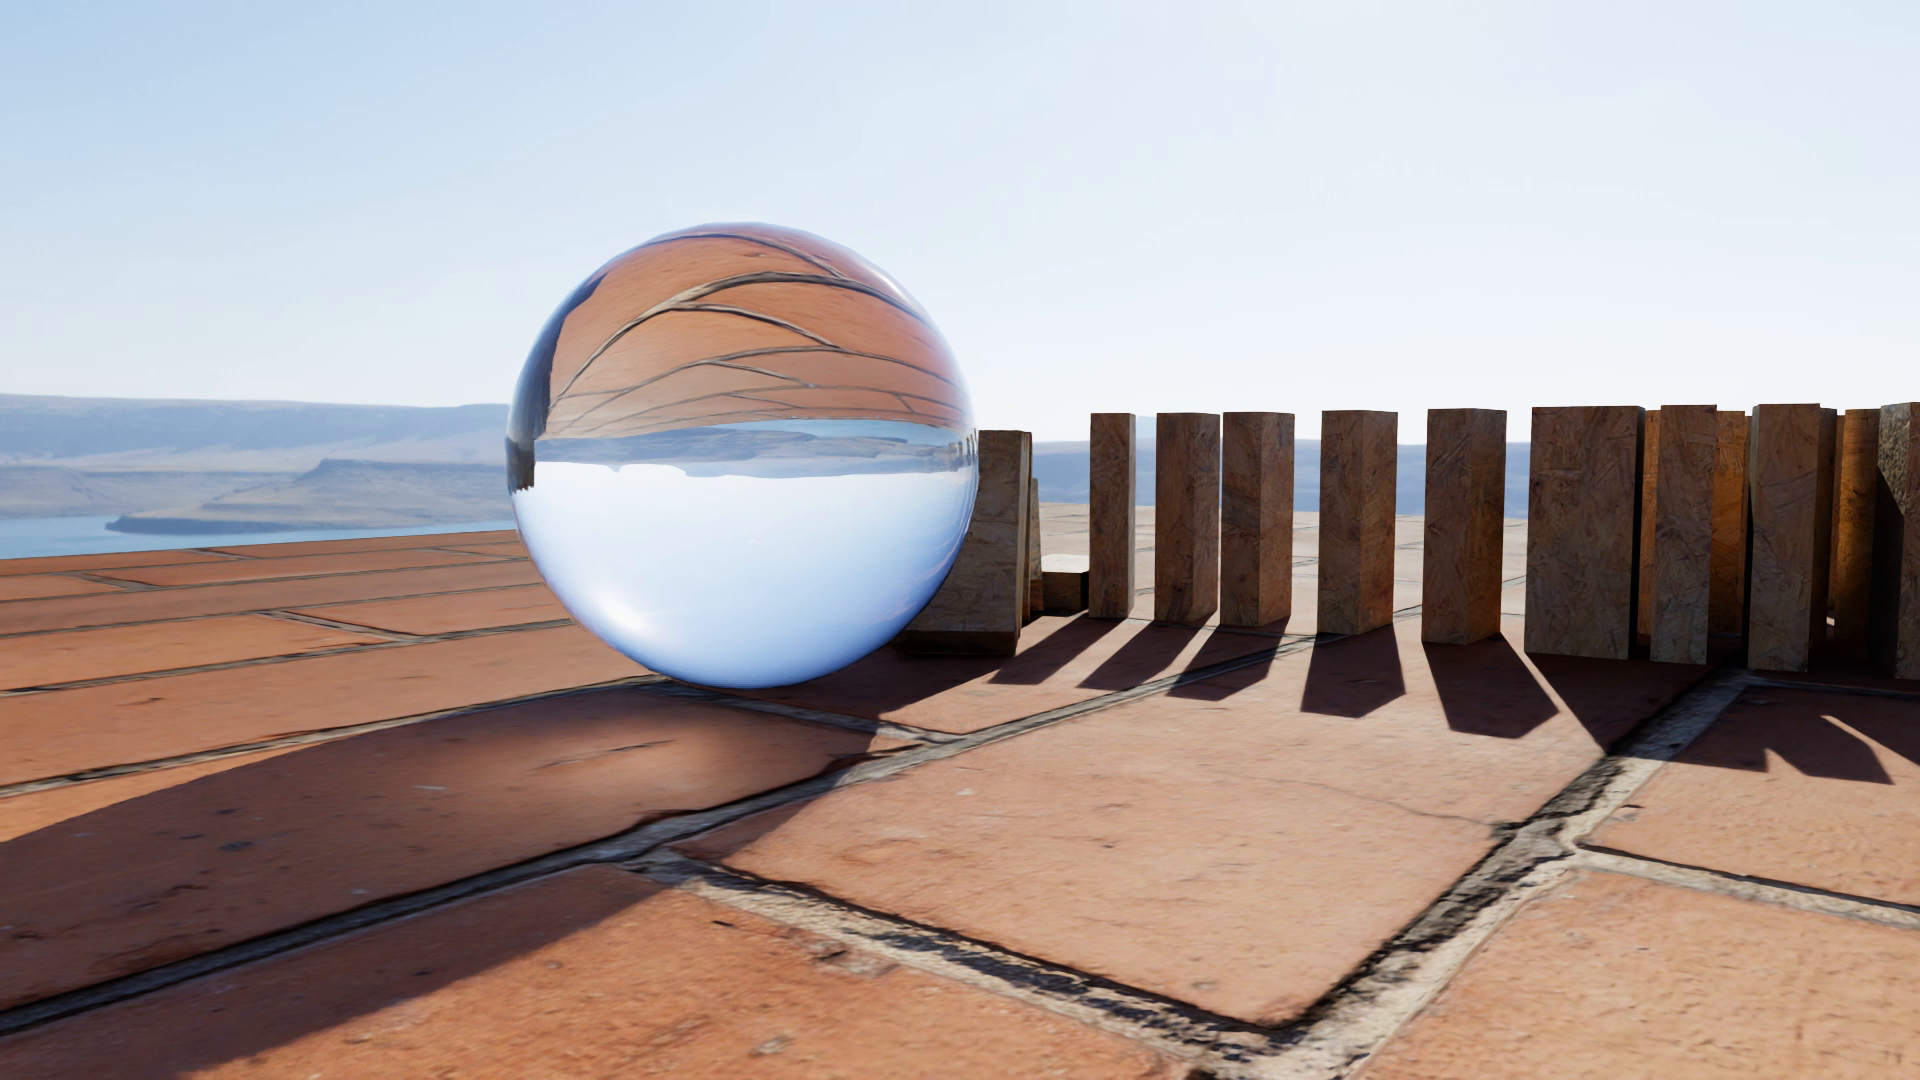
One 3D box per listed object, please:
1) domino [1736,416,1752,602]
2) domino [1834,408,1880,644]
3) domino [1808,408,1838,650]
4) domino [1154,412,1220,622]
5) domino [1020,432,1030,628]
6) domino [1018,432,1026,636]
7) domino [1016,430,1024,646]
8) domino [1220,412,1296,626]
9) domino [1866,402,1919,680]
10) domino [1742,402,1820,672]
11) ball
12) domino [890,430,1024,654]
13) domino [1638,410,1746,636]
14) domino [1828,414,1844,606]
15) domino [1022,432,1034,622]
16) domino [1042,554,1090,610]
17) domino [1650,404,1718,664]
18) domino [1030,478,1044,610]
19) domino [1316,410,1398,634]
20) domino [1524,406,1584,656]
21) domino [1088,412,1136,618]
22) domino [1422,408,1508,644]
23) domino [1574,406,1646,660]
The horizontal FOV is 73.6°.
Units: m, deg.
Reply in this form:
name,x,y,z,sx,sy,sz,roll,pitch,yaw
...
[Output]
name,x,y,z,sx,sy,sz,roll,pitch,yaw
domino,0.214,-0.009,0.354,0.009,0.050,0.025,0,4,3
domino,0.199,-0.003,0.269,0.009,0.050,0.025,-1,4,-11
domino,0.176,-0.003,0.271,0.009,0.050,0.025,4,6,43
domino,0.057,-0.006,0.319,0.010,0.050,0.025,2,5,25
domino,0.003,-0.003,0.306,0.025,0.050,0.009,1,-33,6
domino,0.002,-0.002,0.294,0.025,0.050,0.009,0,-33,5
domino,0.001,-0.001,0.282,0.025,0.050,0.010,0,-33,5
domino,0.072,-0.006,0.310,0.010,0.050,0.025,3,5,32
domino,0.180,0.000,0.241,0.010,0.050,0.025,2,5,25
domino,0.160,-0.001,0.251,0.009,0.050,0.025,2,5,29
ball,-0.036,-0.014,0.222,0.080,0.080,0.080,0,4,0
domino,0.000,0.000,0.270,0.025,0.050,0.009,0,-33,5
domino,0.164,-0.004,0.292,0.025,0.050,0.009,-2,5,-21
domino,0.232,-0.008,0.347,0.010,0.050,0.025,3,5,34
domino,0.005,-0.004,0.318,0.025,0.050,0.009,0,-33,5
domino,0.029,0.011,0.357,0.025,0.009,0.050,2,5,23
domino,0.146,-0.002,0.259,0.009,0.050,0.025,2,5,29
domino,0.009,0.001,0.338,0.025,0.009,0.050,-3,32,4
domino,0.092,-0.005,0.297,0.009,0.050,0.025,3,5,35
domino,0.126,-0.003,0.269,0.009,0.050,0.025,3,5,30
domino,0.039,-0.007,0.325,0.010,0.050,0.025,1,4,12
domino,0.111,-0.004,0.282,0.009,0.050,0.025,3,5,38
domino,0.134,-0.002,0.264,0.009,0.050,0.025,3,5,31
